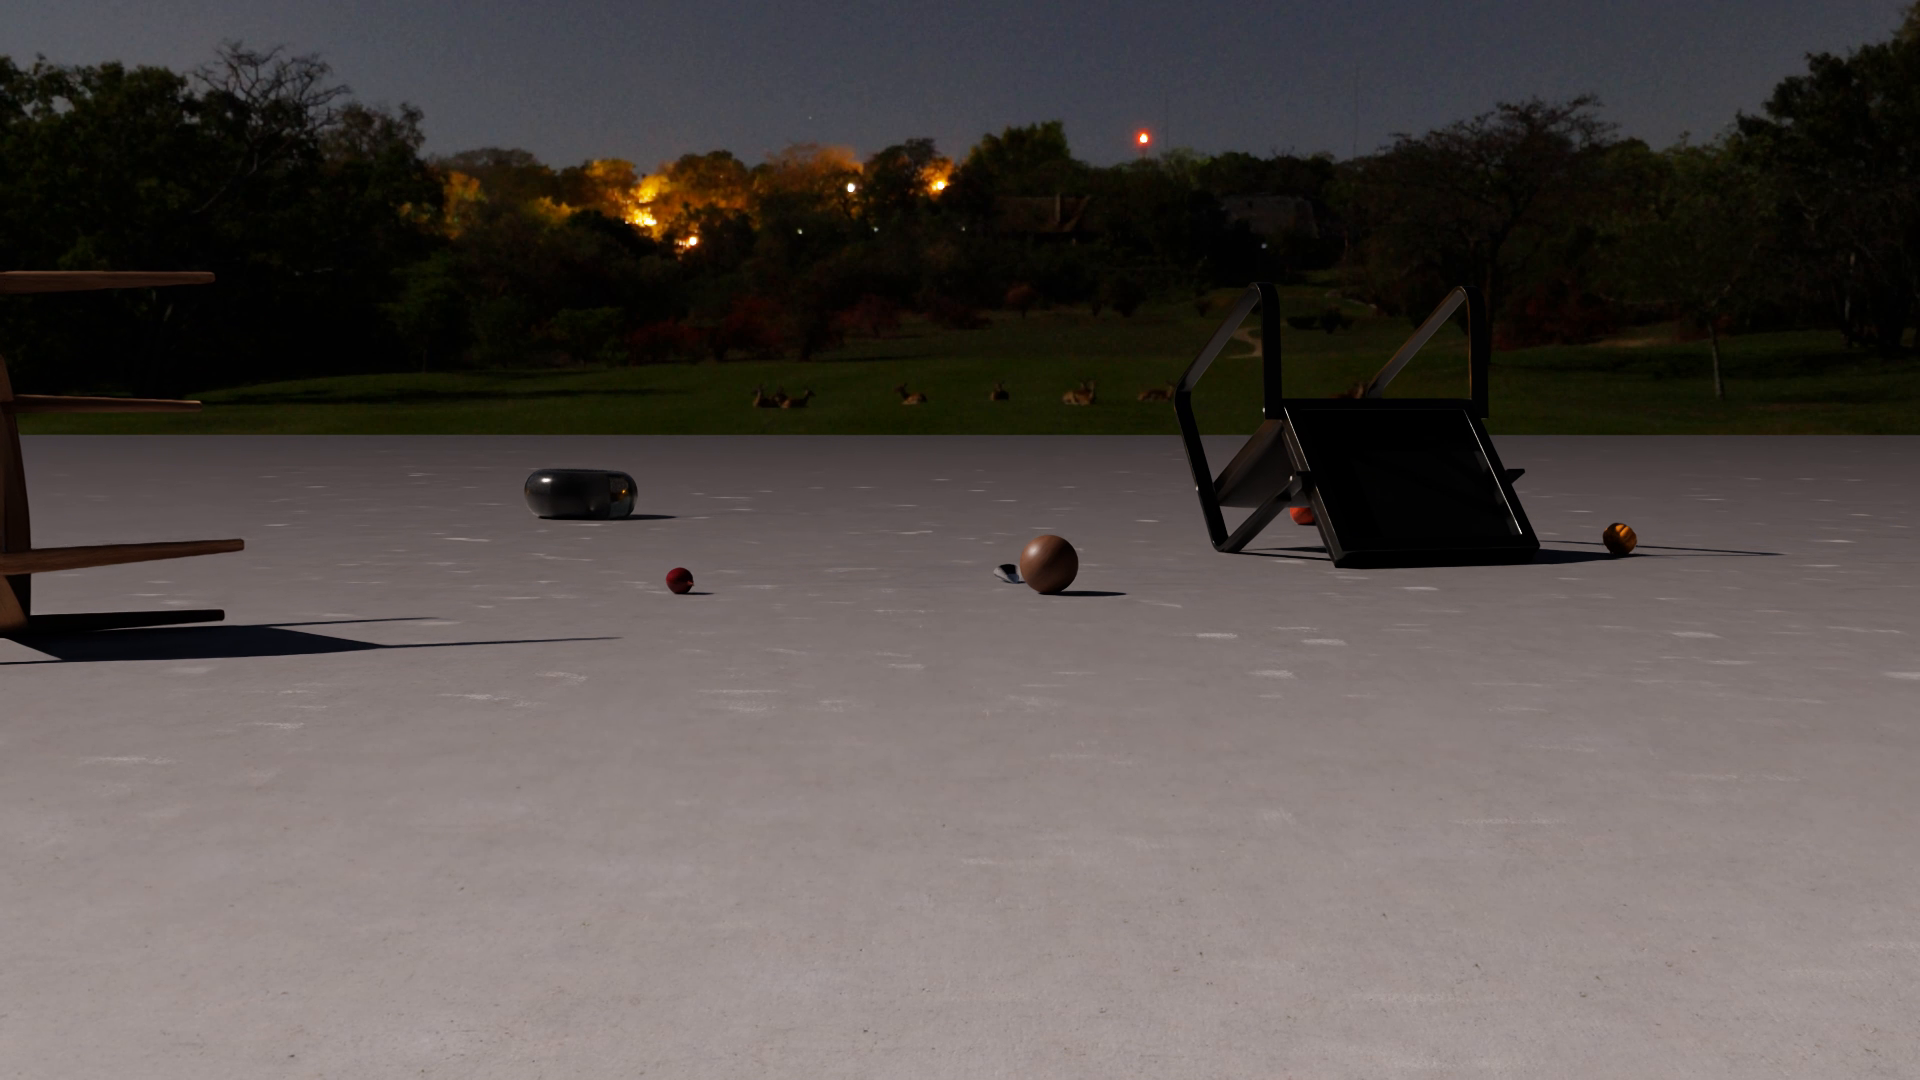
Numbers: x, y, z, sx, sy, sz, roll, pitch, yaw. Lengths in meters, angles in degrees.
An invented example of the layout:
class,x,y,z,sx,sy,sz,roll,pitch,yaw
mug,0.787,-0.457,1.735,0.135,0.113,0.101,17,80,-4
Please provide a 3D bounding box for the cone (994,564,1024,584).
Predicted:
class,x,y,z,sx,sy,sz,roll,pitch,yaw
cone,0.121,0.089,5.101,0.073,0.042,0.074,5,21,-16

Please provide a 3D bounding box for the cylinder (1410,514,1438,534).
class,x,y,z,sx,sy,sz,roll,pitch,yaw
cylinder,1.433,-0.048,6.802,0.045,0.060,0.075,-4,1,-42

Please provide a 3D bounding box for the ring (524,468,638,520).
class,x,y,z,sx,sy,sz,roll,pitch,yaw
ring,-1.327,-0.161,7.704,0.402,0.165,0.387,4,5,35
